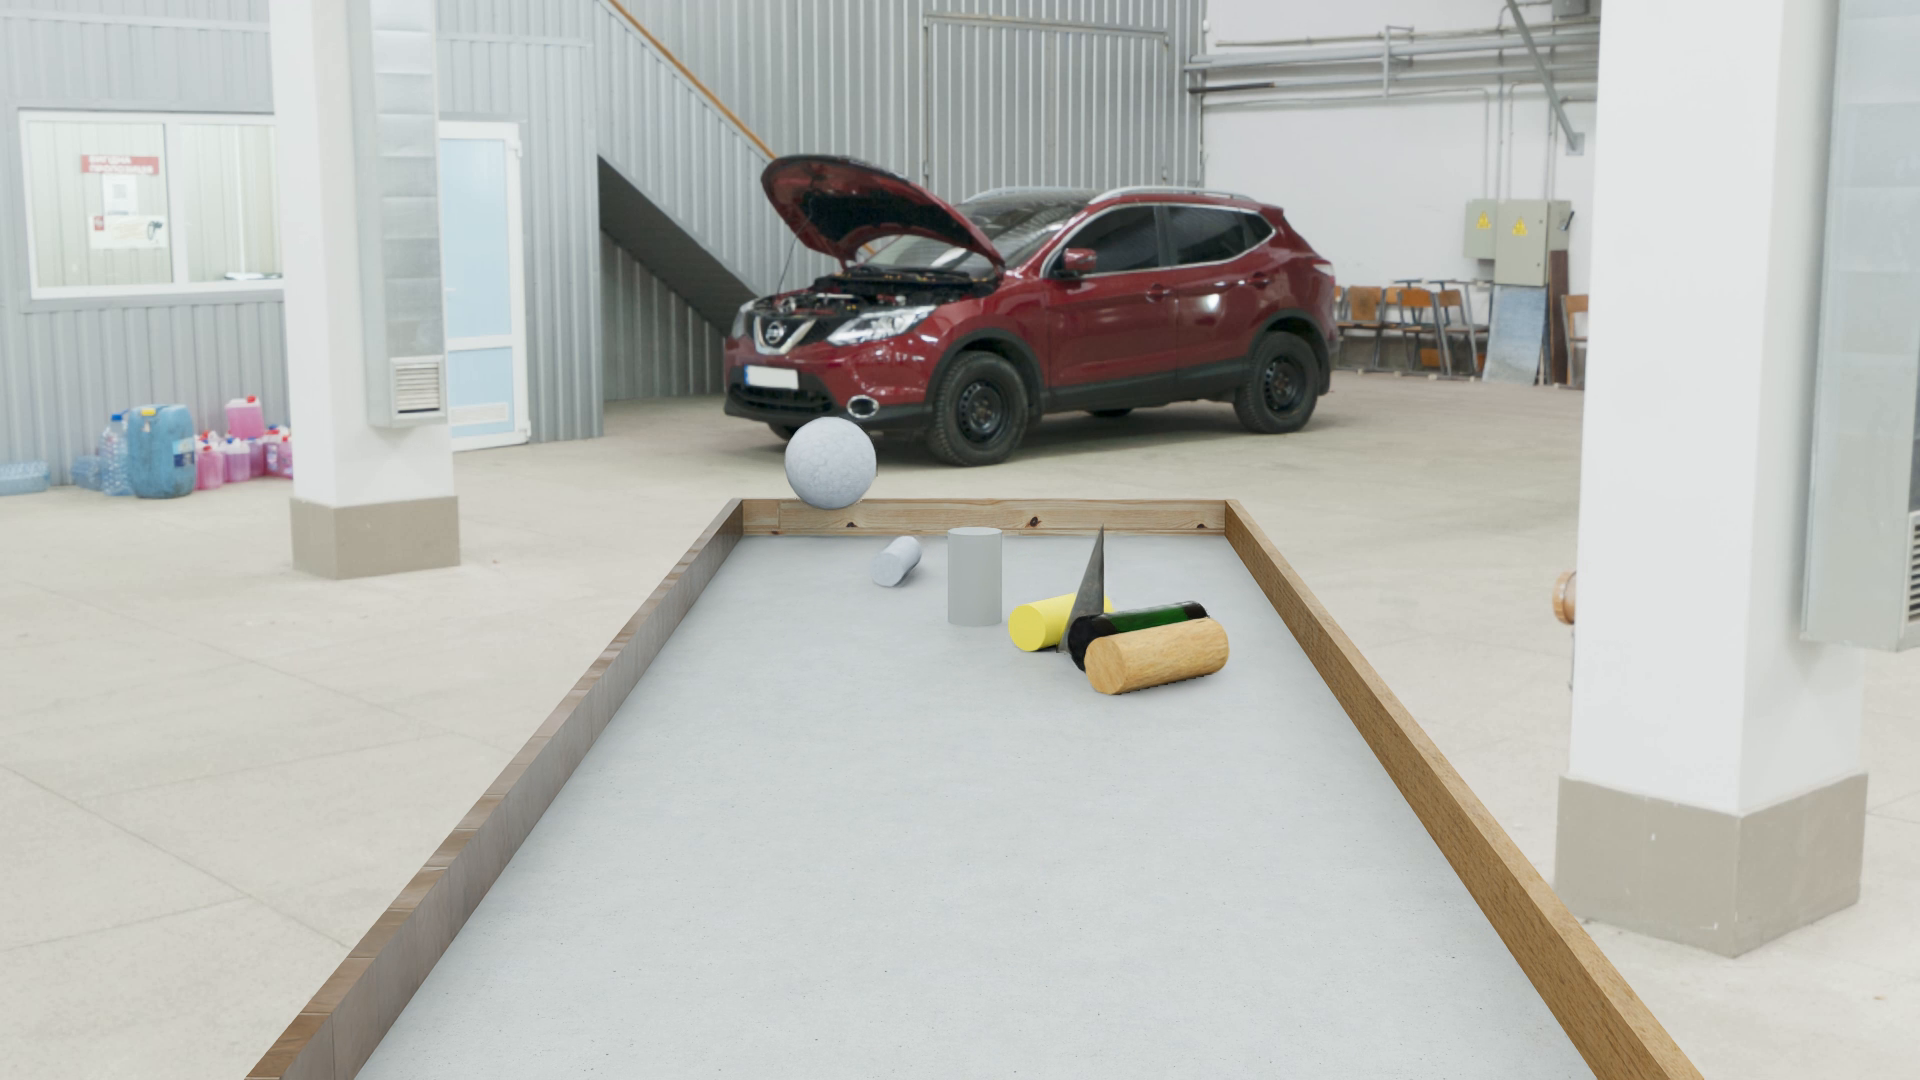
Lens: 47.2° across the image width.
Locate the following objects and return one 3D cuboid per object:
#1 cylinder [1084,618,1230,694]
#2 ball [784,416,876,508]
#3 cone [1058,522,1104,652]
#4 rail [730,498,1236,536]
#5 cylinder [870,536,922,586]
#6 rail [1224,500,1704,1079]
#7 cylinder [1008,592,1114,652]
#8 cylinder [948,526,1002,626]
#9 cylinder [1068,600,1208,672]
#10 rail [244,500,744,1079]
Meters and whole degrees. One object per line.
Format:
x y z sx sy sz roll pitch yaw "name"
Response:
0.574 0.334 6.380 0.437 0.164 0.164 -8 12 -41 "cylinder"
-0.530 -0.317 9.001 0.377 0.377 0.377 0 9 0 "ball"
0.404 0.144 6.721 0.149 0.409 0.149 9 1 0 "cone"
0.099 -0.098 9.147 2.100 0.150 0.050 0 9 1 "rail"
-0.234 0.076 8.132 0.124 0.124 0.407 1 9 9 "cylinder"
1.046 0.843 3.208 0.050 0.150 12.000 0 9 1 "rail"
0.321 0.251 6.957 0.146 0.146 0.357 7 12 39 "cylinder"
0.049 0.120 7.286 0.180 0.303 0.180 0 9 0 "cylinder"
0.545 0.290 6.643 0.425 0.168 0.168 -6 11 -35 "cylinder"
-1.004 0.839 3.234 0.050 0.150 12.000 0 9 1 "rail"
